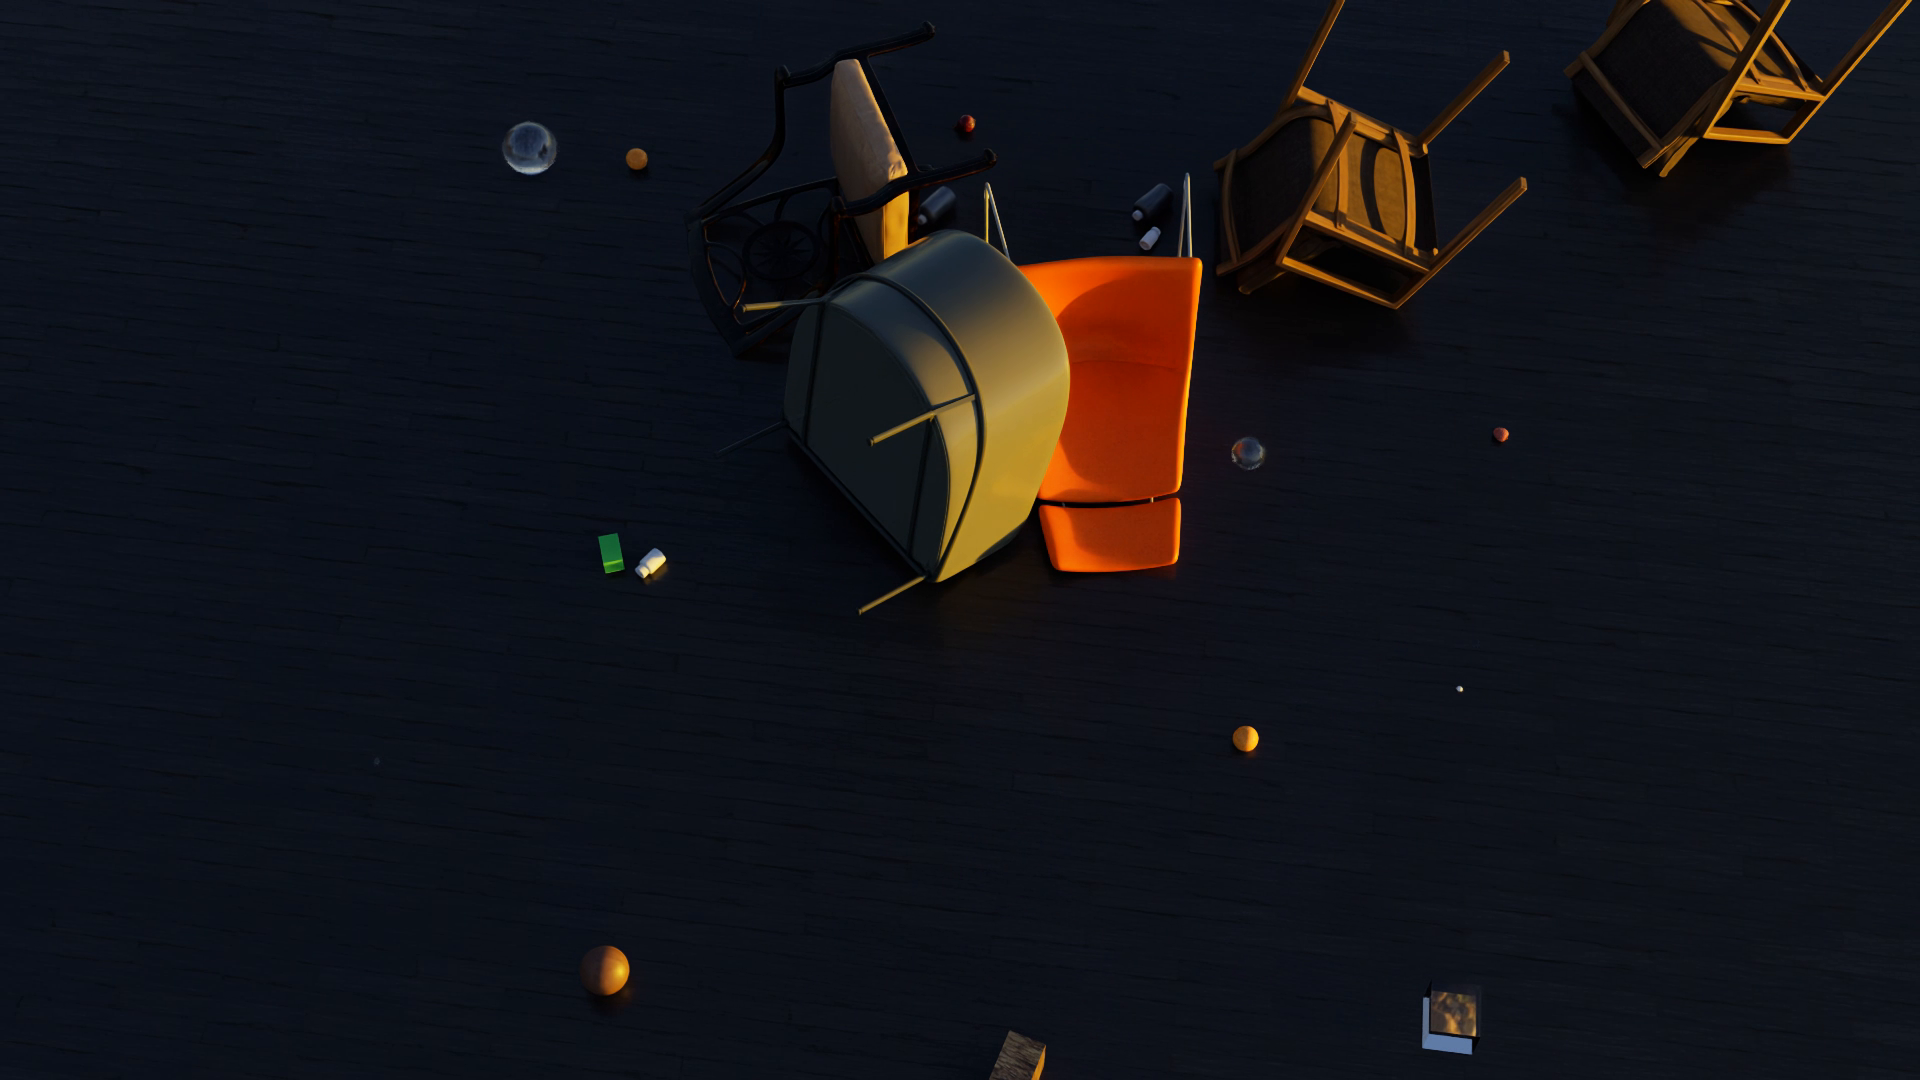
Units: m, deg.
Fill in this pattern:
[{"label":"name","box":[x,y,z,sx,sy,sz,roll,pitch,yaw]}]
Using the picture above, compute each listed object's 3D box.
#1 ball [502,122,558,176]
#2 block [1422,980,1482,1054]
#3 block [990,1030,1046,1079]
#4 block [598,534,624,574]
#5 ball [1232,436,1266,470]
[{"label":"ball","box":[-1.436,-1.308,7.345,0.177,0.177,0.177,0,56,0]},{"label":"block","box":[1.269,1.231,5.675,0.128,0.122,0.141,7,56,4]},{"label":"block","box":[0.127,1.386,5.551,0.098,0.154,0.231,19,58,12]},{"label":"block","box":[-1.032,0.039,6.515,0.058,0.055,0.097,-12,57,-8]},{"label":"ball","box":[0.879,-0.265,6.692,0.099,0.099,0.099,0,56,0]}]
